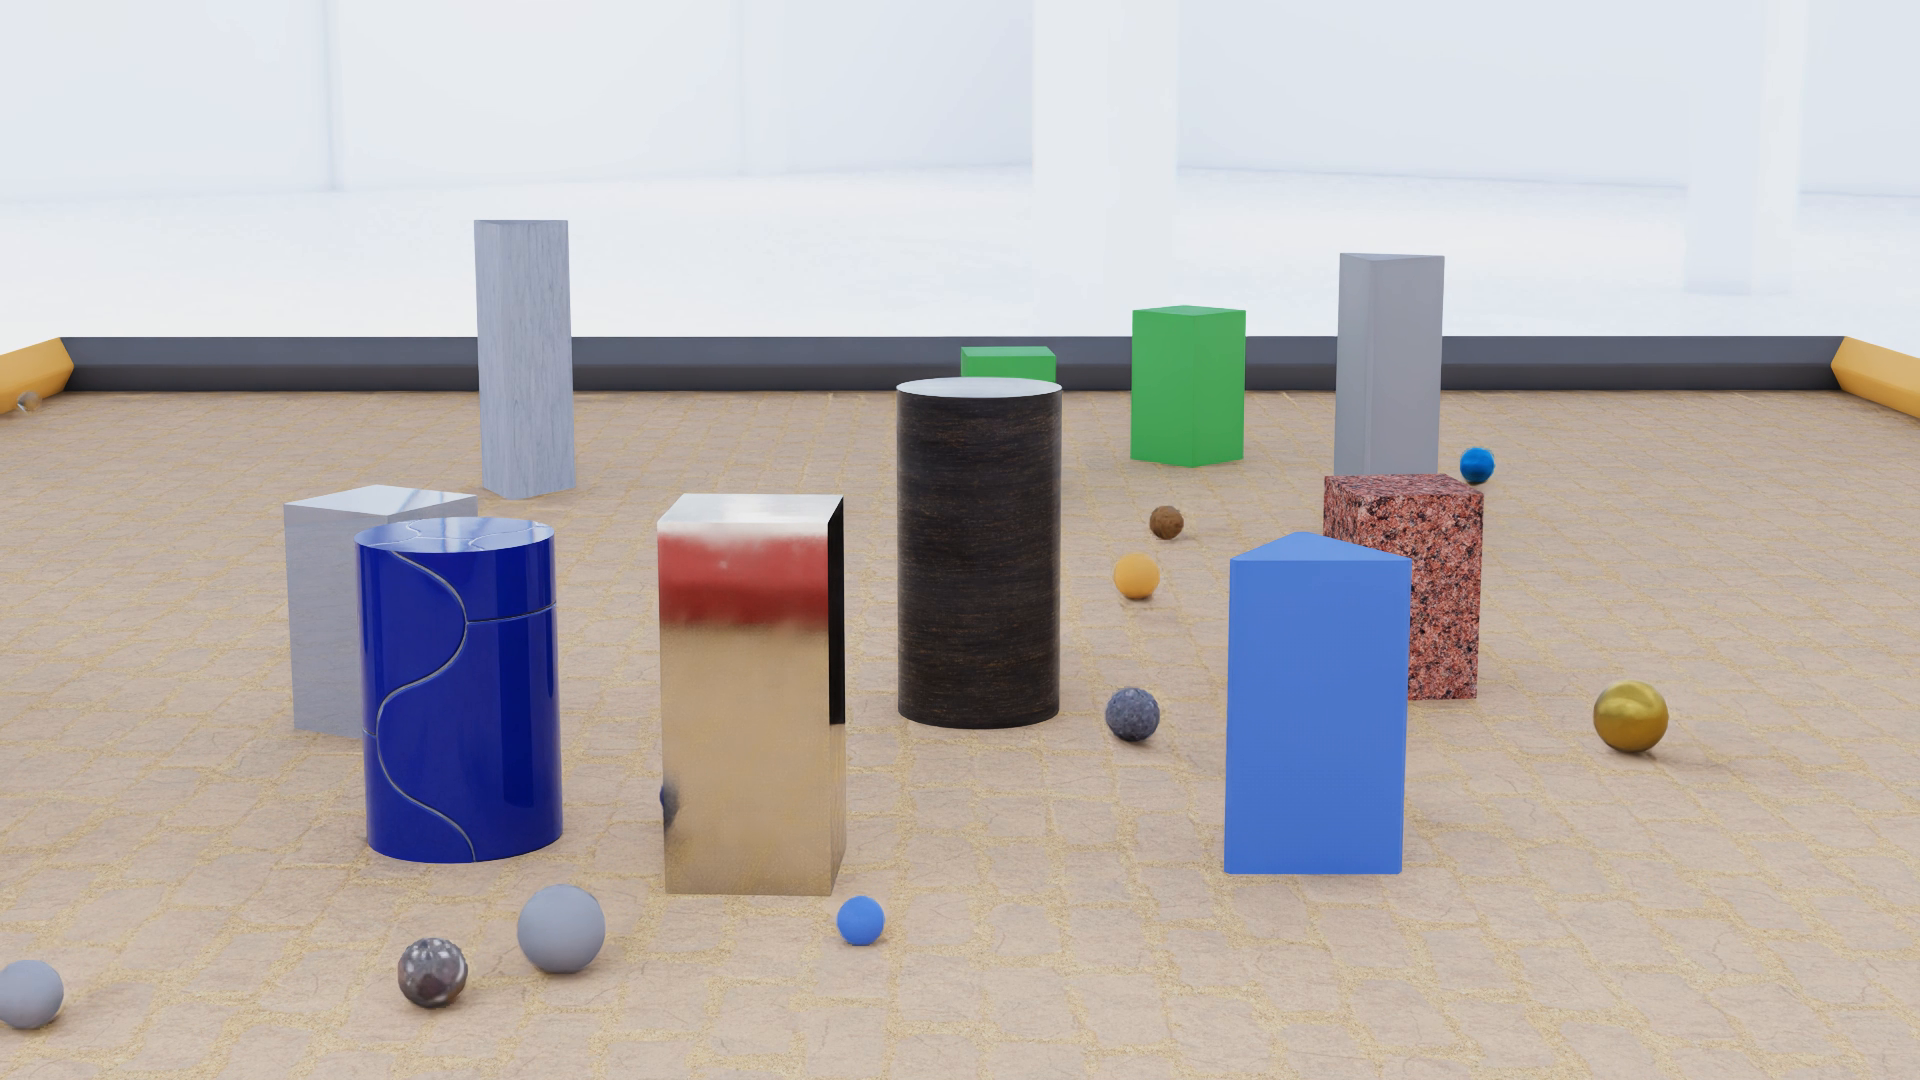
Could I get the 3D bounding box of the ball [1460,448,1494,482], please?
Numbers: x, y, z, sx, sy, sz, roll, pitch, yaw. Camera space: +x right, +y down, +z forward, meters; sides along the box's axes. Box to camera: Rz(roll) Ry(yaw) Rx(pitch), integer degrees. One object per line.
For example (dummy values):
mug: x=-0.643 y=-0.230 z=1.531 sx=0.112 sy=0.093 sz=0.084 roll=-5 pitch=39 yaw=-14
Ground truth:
ball: x=0.902 y=-0.130 z=4.475 sx=0.061 sy=0.061 sz=0.061 roll=0 pitch=11 yaw=0

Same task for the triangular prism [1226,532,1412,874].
triangular prism: x=0.321 y=0.147 z=2.370 sx=0.159 sy=0.290 sz=0.138 roll=0 pitch=11 yaw=0

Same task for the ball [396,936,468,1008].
ball: x=-0.411 y=0.337 z=1.999 sx=0.054 sy=0.054 sz=0.054 roll=0 pitch=11 yaw=0

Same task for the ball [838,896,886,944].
ball: x=-0.082 y=0.317 z=2.141 sx=0.040 sy=0.040 sz=0.040 roll=0 pitch=11 yaw=0

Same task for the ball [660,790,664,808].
ball: x=-0.270 y=0.249 z=2.497 sx=0.043 sy=0.043 sz=0.043 roll=0 pitch=11 yaw=0

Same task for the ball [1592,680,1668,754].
ball: x=0.713 y=0.187 z=2.728 sx=0.079 sy=0.079 sz=0.079 roll=0 pitch=11 yaw=0

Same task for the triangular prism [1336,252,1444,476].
triangular prism: x=0.633 y=-0.221 z=3.951 sx=0.159 sy=0.433 sz=0.138 roll=-8 pitch=13 yaw=-38

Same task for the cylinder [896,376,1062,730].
cylinder: x=0.021 y=0.011 z=2.884 sx=0.184 sy=0.368 sz=0.184 roll=0 pitch=11 yaw=0

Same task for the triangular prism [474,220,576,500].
triangular prism: x=-0.766 y=-0.312 z=4.362 sx=0.138 sy=0.459 sz=0.159 roll=7 pitch=13 yaw=32

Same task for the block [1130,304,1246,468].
block: x=0.420 y=-0.285 z=4.720 sx=0.147 sy=0.275 sz=0.147 roll=-10 pitch=15 yaw=-44

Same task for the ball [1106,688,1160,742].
ball: x=0.187 y=0.189 z=2.775 sx=0.059 sy=0.059 sz=0.059 roll=0 pitch=11 yaw=0

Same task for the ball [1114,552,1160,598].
ball: x=0.242 y=0.049 z=3.510 sx=0.063 sy=0.063 sz=0.063 roll=0 pitch=11 yaw=0

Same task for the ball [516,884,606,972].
ball: x=-0.322 y=0.314 z=2.074 sx=0.071 sy=0.071 sz=0.071 roll=0 pitch=11 yaw=0

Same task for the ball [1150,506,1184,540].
ball: x=0.317 y=-0.027 z=3.943 sx=0.053 sy=0.053 sz=0.053 roll=0 pitch=11 yaw=0

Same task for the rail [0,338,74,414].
rail: x=-1.965 y=0.033 z=3.439 sx=0.045 sy=0.119 sz=4.617 roll=0 pitch=11 yaw=0

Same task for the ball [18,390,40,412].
ball: x=-1.954 y=-0.291 z=5.381 sx=0.043 sy=0.043 sz=0.043 roll=0 pitch=11 yaw=0

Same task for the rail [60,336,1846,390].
rail: x=-0.013 y=-0.390 z=5.696 sx=3.978 sy=0.119 sz=0.045 roll=0 pitch=11 yaw=0

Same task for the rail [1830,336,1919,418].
rail: x=1.965 y=0.029 z=3.461 sx=0.045 sy=0.119 sz=4.617 roll=0 pitch=11 yaw=0

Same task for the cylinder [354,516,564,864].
cylinder: x=-0.471 y=0.137 z=2.419 sx=0.184 sy=0.291 sz=0.184 roll=0 pitch=11 yaw=0

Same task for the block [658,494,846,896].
block: x=-0.184 y=0.136 z=2.309 sx=0.147 sy=0.334 sz=0.147 roll=1 pitch=11 yaw=3

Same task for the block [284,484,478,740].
block: x=-0.635 y=0.079 z=2.838 sx=0.147 sy=0.251 sz=0.147 roll=6 pitch=12 yaw=29

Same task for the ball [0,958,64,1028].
ball: x=-0.711 y=0.346 z=1.954 sx=0.053 sy=0.053 sz=0.053 roll=0 pitch=11 yaw=0

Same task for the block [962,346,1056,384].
block: x=0.081 y=-0.199 z=4.346 sx=0.147 sy=0.243 sz=0.147 roll=-1 pitch=11 yaw=-4

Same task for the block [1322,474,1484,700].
block: x=0.515 y=0.053 z=3.006 sx=0.147 sy=0.240 sz=0.147 roll=-1 pitch=11 yaw=-7
